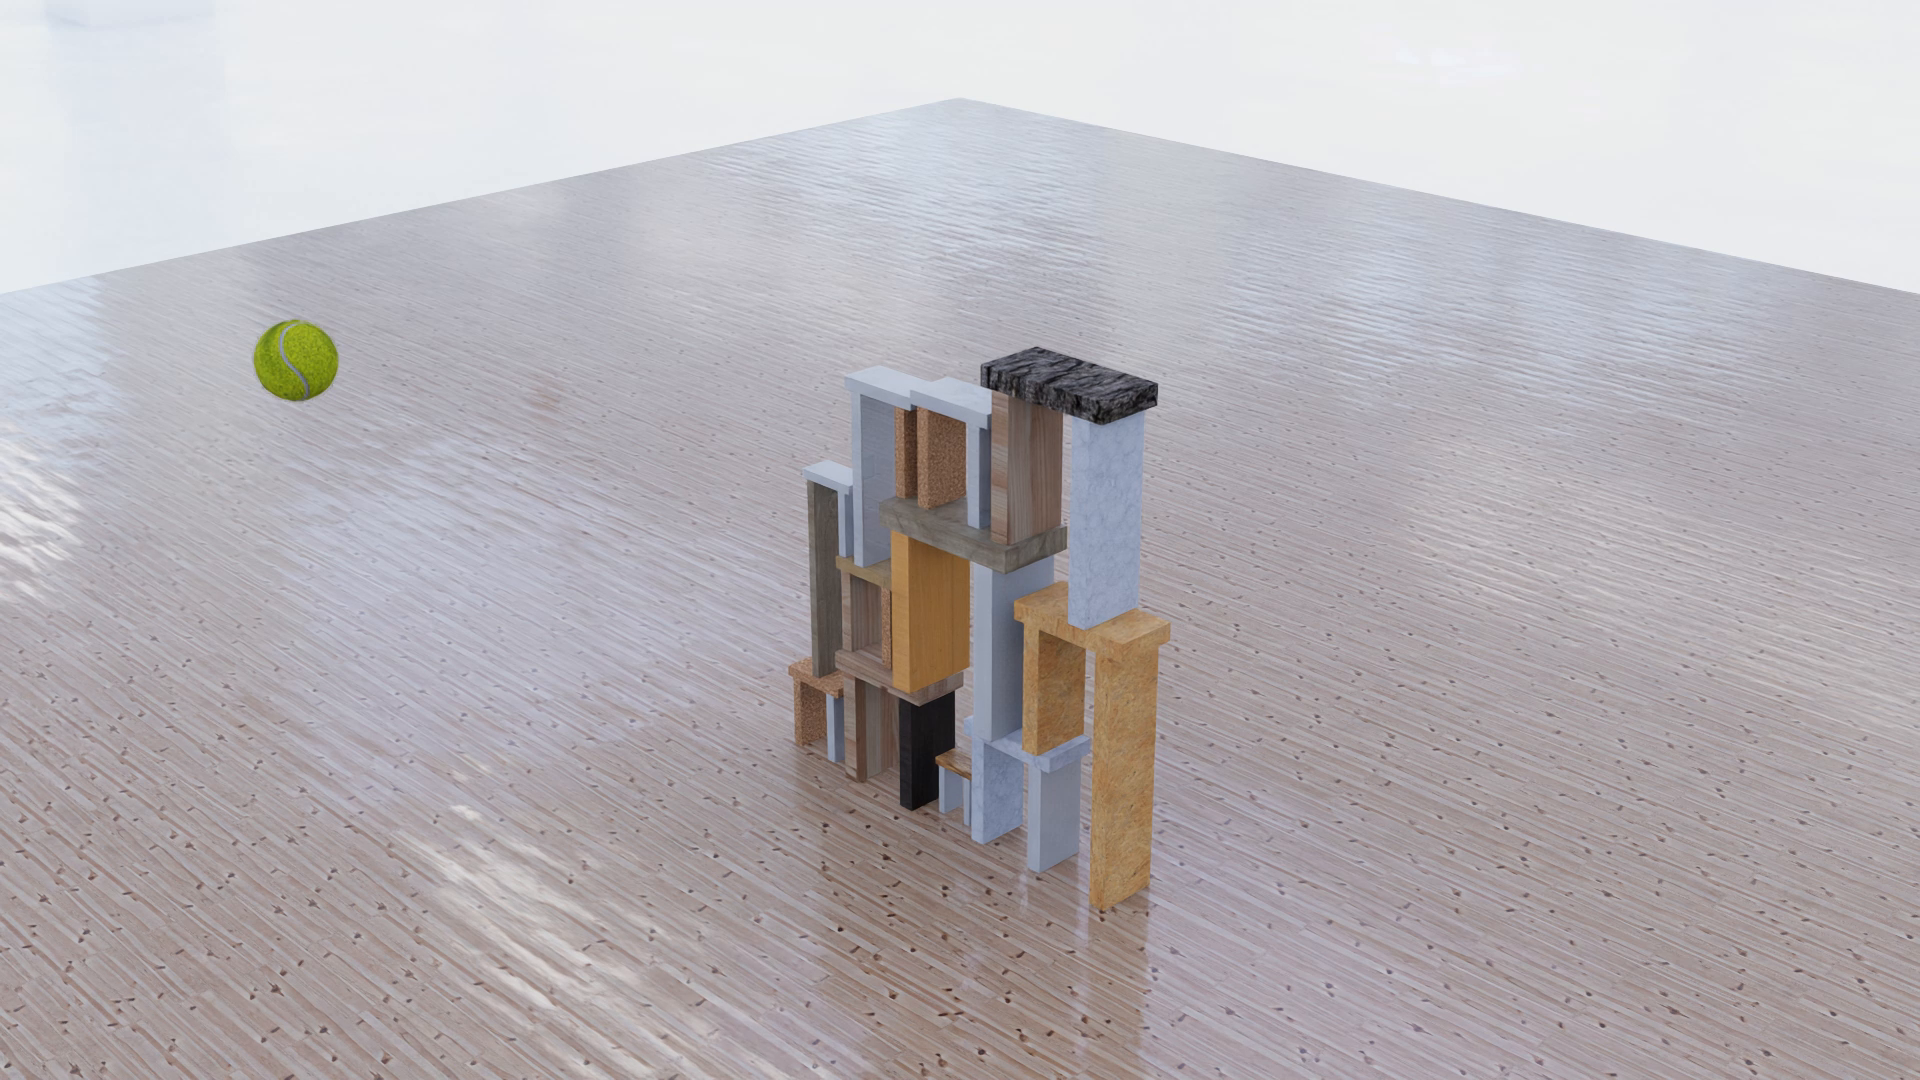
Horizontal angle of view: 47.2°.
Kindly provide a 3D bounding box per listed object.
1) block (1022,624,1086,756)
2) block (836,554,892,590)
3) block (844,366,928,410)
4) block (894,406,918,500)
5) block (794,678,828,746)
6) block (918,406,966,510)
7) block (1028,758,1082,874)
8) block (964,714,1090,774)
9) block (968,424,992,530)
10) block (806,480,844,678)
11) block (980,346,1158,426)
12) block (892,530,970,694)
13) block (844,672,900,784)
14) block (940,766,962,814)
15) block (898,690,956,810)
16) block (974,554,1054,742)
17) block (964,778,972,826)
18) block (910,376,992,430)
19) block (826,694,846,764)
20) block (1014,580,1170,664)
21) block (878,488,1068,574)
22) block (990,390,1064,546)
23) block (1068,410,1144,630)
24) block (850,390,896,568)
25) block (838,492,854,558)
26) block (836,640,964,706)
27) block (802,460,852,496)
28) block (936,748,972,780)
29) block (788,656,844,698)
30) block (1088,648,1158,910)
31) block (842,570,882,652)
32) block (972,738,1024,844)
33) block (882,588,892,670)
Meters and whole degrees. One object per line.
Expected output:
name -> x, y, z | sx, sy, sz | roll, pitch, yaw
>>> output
block -> 0.178, 0.262, 4.138 | 0.037, 0.265, 0.132 | 21, 31, 41
block -> -0.158, 0.056, 4.422 | 0.176, 0.025, 0.088 | 21, 31, 41
block -> -0.126, -0.294, 4.240 | 0.185, 0.026, 0.092 | 21, 31, 41
block -> -0.083, -0.180, 4.241 | 0.092, 0.184, 0.026 | -21, 31, -41
block -> -0.318, 0.356, 4.719 | 0.022, 0.157, 0.079 | 21, 31, 41
block -> -0.035, -0.169, 4.192 | 0.101, 0.202, 0.029 | -21, 31, -40
block -> 0.182, 0.519, 4.246 | 0.032, 0.228, 0.114 | 21, 31, 41
block -> 0.128, 0.378, 4.245 | 0.228, 0.032, 0.114 | 21, 31, 41
block -> 0.061, -0.131, 4.104 | 0.029, 0.202, 0.101 | 21, 31, 41
block -> -0.279, 0.074, 4.558 | 0.020, 0.444, 0.070 | 21, 31, 41
block -> 0.192, -0.276, 3.901 | 0.146, 0.041, 0.292 | -21, 31, -40
block -> -0.056, 0.118, 4.329 | 0.048, 0.337, 0.168 | 21, 31, 40
block -> -0.183, 0.369, 4.574 | 0.035, 0.247, 0.124 | 21, 31, 41
block -> -0.018, 0.496, 4.455 | 0.015, 0.106, 0.053 | 21, 31, 41
block -> -0.066, 0.415, 4.466 | 0.035, 0.248, 0.124 | 21, 31, 41
block -> 0.102, 0.190, 4.187 | 0.168, 0.359, 0.048 | -21, 31, -41
block -> 0.032, 0.516, 4.409 | 0.015, 0.106, 0.053 | 21, 31, 41
block -> 0.013, -0.256, 4.103 | 0.203, 0.029, 0.101 | 21, 31, 41
block -> -0.244, 0.385, 4.651 | 0.022, 0.157, 0.079 | 21, 31, 41
block -> 0.240, 0.147, 4.022 | 0.265, 0.037, 0.132 | 21, 31, 41
block -> 0.023, -0.028, 4.181 | 0.337, 0.048, 0.168 | 21, 31, 41
block -> 0.123, -0.149, 4.030 | 0.041, 0.292, 0.146 | 21, 31, 41
block -> 0.261, -0.047, 3.923 | 0.041, 0.397, 0.146 | 21, 31, 41
block -> -0.170, -0.130, 4.357 | 0.092, 0.367, 0.026 | -21, 31, -41
block -> -0.213, -0.040, 4.438 | 0.070, 0.140, 0.020 | -21, 31, -41
block -> -0.124, 0.262, 4.465 | 0.247, 0.035, 0.124 | 21, 31, 41
block -> -0.246, -0.127, 4.438 | 0.140, 0.020, 0.070 | 21, 31, 41
block -> 0.007, 0.450, 4.408 | 0.106, 0.015, 0.053 | 21, 31, 41
block -> -0.281, 0.288, 4.650 | 0.157, 0.022, 0.079 | 21, 31, 41
block -> 0.303, 0.431, 4.075 | 0.037, 0.525, 0.132 | 21, 31, 41
block -> -0.199, 0.133, 4.499 | 0.025, 0.176, 0.088 | 21, 31, 41
block -> 0.075, 0.477, 4.345 | 0.032, 0.228, 0.114 | 21, 31, 41
block -> -0.116, 0.165, 4.423 | 0.025, 0.176, 0.088 | 21, 31, 41
